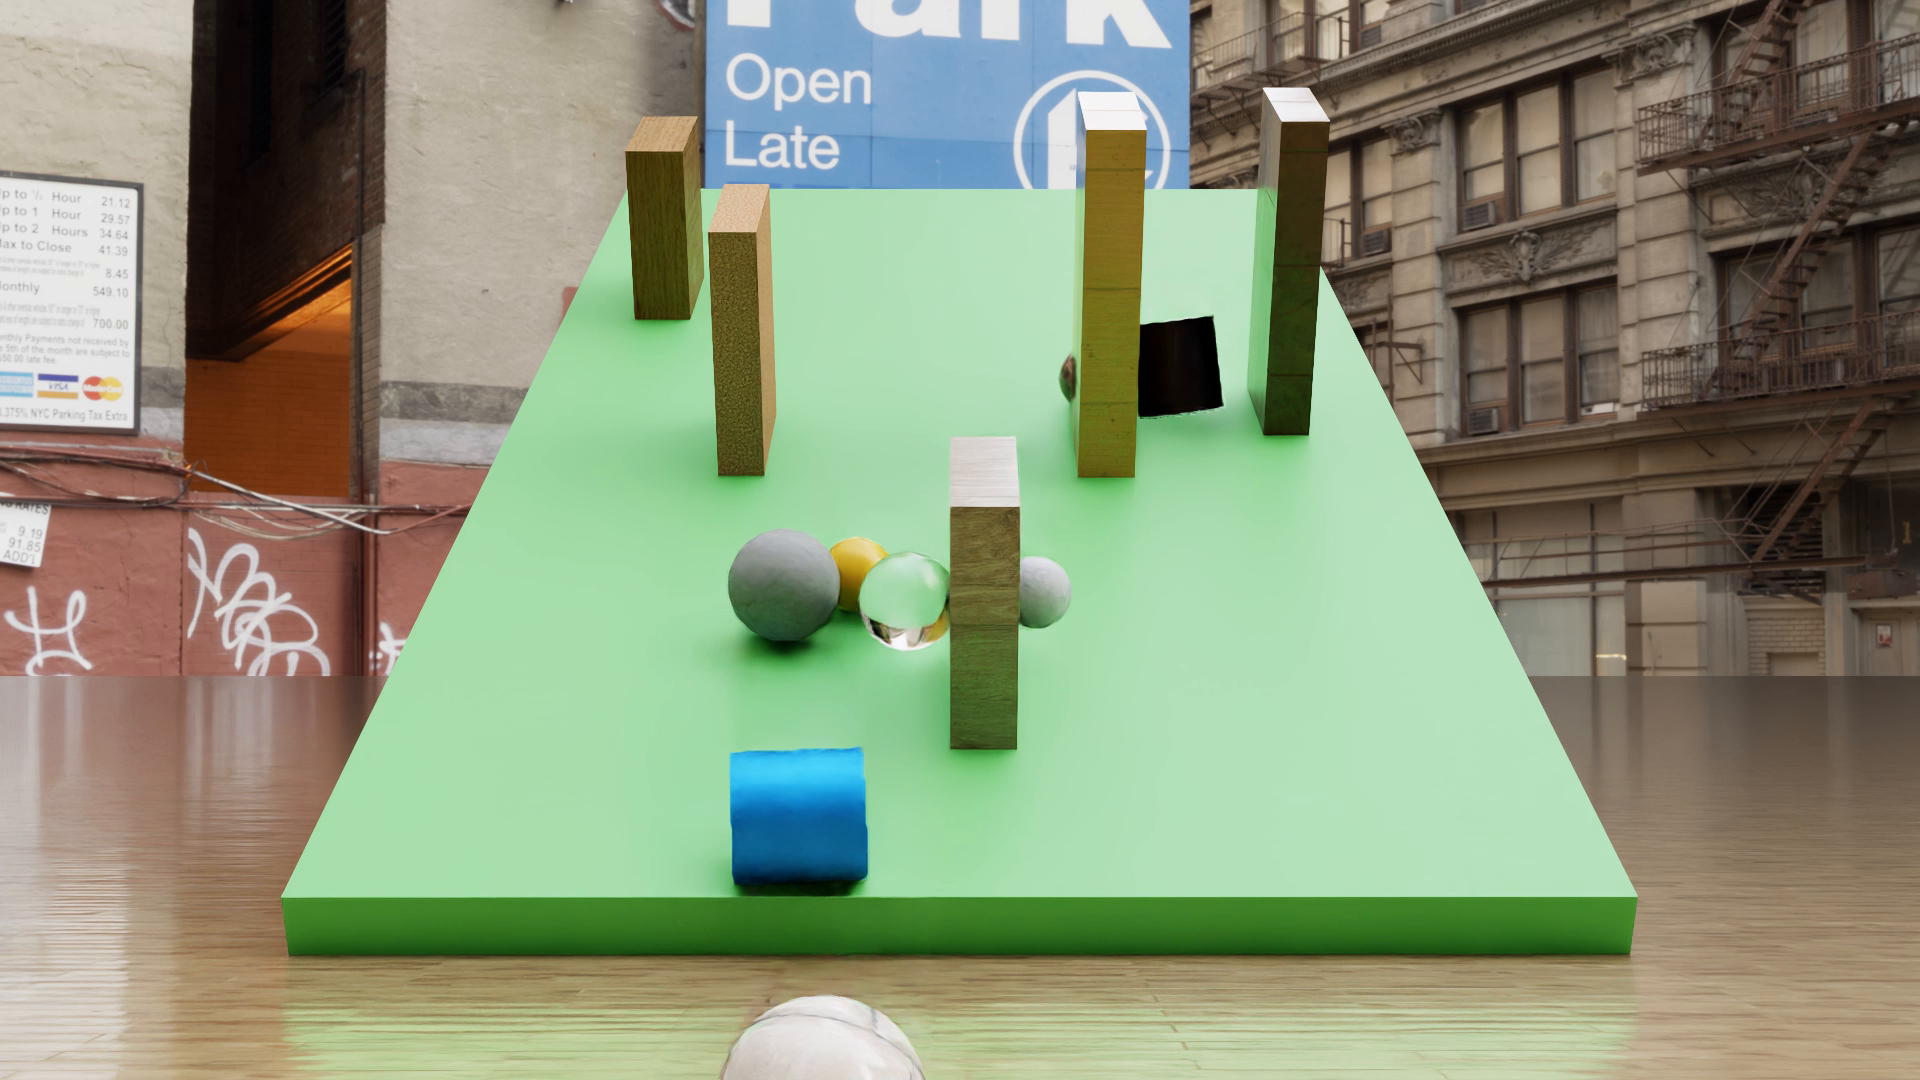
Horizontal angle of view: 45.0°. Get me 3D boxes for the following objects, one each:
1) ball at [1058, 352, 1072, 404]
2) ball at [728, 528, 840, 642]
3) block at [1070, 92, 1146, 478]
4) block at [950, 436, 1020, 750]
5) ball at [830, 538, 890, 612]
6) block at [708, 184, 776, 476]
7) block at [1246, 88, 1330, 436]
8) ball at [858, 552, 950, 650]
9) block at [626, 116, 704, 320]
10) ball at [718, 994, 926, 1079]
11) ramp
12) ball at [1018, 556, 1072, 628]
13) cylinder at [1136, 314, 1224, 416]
[{"bbox_3d":[0.300,-0.367,5.280,0.152,0.152,0.152,0,-3,0],"label":"ball"},{"bbox_3d":[-0.317,0.081,4.183,0.203,0.203,0.203,0,-3,0],"label":"ball"},{"bbox_3d":[0.311,-0.544,4.938,0.121,0.749,0.336,0,24,0],"label":"block"},{"bbox_3d":[0.039,0.085,3.887,0.111,0.435,0.308,0,24,0],"label":"block"},{"bbox_3d":[-0.191,0.065,4.302,0.140,0.140,0.140,0,-3,0],"label":"ball"},{"bbox_3d":[-0.466,-0.458,5.005,0.099,0.535,0.379,0,24,0],"label":"block"},{"bbox_3d":[0.727,-0.620,5.168,0.102,0.707,0.316,0,24,0],"label":"block"},{"bbox_3d":[-0.093,0.109,4.152,0.178,0.178,0.178,0,-3,0],"label":"ball"},{"bbox_3d":[-0.758,-0.836,5.994,0.142,0.436,0.372,0,24,0],"label":"block"},{"bbox_3d":[-0.109,0.443,1.823,0.167,0.167,0.167,0,-3,0],"label":"ball"},{"bbox_3d":[-0.008,-0.227,5.272,2.000,0.100,4.000,0,24,0],"label":"ramp"},{"bbox_3d":[0.134,0.093,4.113,0.129,0.129,0.129,0,-3,0],"label":"ball"},{"bbox_3d":[0.478,-0.391,5.201,0.204,0.204,0.204,-7,6,1],"label":"cylinder"}]
